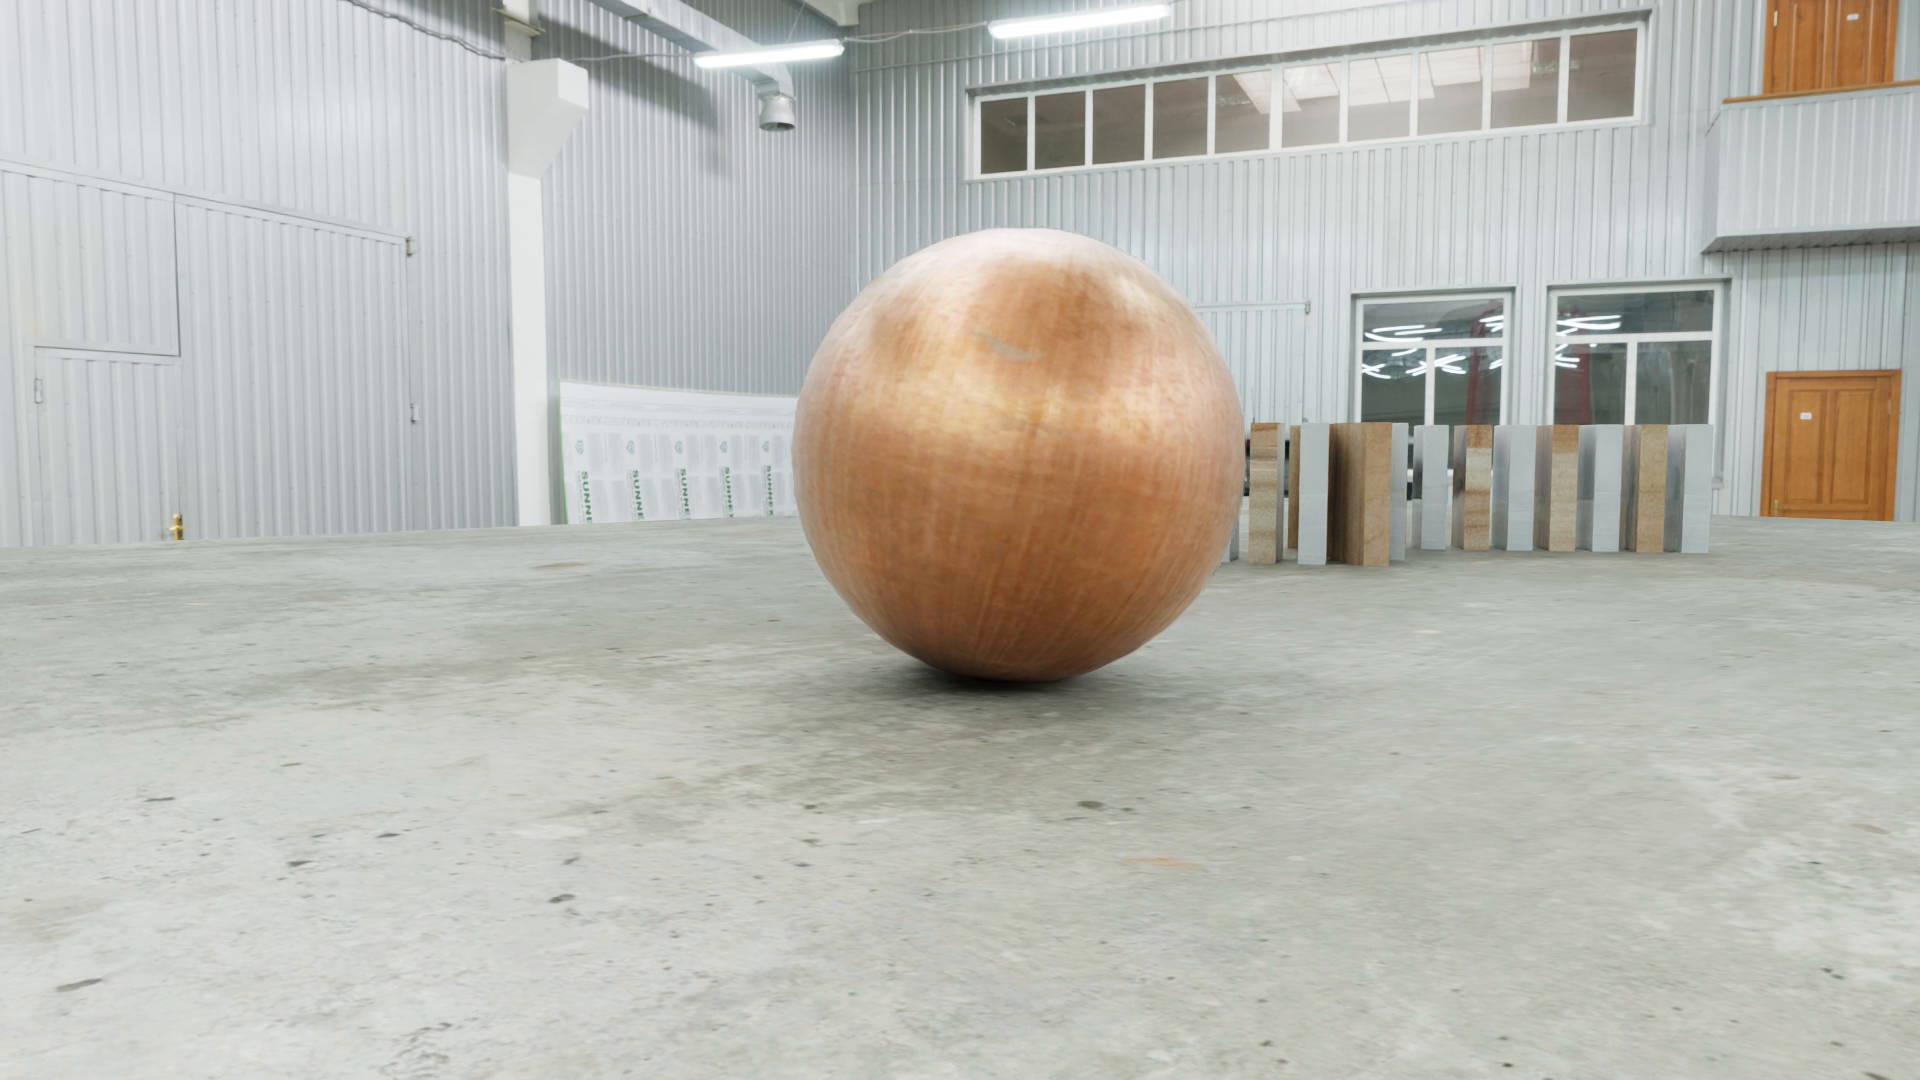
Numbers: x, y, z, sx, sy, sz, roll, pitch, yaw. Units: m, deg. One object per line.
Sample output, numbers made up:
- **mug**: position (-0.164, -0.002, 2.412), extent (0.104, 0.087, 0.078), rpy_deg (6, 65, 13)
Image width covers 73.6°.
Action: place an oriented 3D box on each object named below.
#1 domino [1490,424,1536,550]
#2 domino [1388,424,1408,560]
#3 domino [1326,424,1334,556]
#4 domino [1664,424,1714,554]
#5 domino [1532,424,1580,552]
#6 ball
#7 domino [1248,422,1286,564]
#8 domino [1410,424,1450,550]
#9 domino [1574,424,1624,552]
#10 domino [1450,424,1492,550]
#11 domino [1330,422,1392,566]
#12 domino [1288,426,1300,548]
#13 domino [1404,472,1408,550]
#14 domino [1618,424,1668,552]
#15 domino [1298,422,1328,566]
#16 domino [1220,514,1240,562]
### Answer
- **domino**: position (0.225, -0.022, 0.522), extent (0.009, 0.050, 0.025), rpy_deg (1, 4, 8)
- **domino**: position (0.152, -0.018, 0.475), extent (0.025, 0.050, 0.009), rpy_deg (1, 4, 14)
- **domino**: position (0.150, -0.019, 0.489), extent (0.025, 0.050, 0.009), rpy_deg (-1, 4, -8)
- **domino**: position (0.289, -0.021, 0.510), extent (0.009, 0.050, 0.025), rpy_deg (1, 4, 11)
- **domino**: position (0.241, -0.021, 0.519), extent (0.010, 0.050, 0.025), rpy_deg (1, 4, 10)
- **ball**: position (0.010, -0.015, 0.229), extent (0.080, 0.080, 0.080), rpy_deg (0, 4, 0)
- **domino**: position (0.112, -0.018, 0.467), extent (0.009, 0.050, 0.025), rpy_deg (2, 5, 20)
- **domino**: position (0.193, -0.022, 0.527), extent (0.009, 0.050, 0.025), rpy_deg (1, 4, 11)
- **domino**: position (0.257, -0.021, 0.516), extent (0.010, 0.050, 0.025), rpy_deg (1, 4, 11)
- **domino**: position (0.209, -0.022, 0.524), extent (0.009, 0.050, 0.025), rpy_deg (1, 4, 10)
- **domino**: position (0.143, -0.017, 0.459), extent (0.009, 0.050, 0.025), rpy_deg (-1, 4, -10)
- **domino**: position (0.147, -0.022, 0.521), extent (0.025, 0.050, 0.009), rpy_deg (1, 4, 17)
- **domino**: position (0.177, -0.022, 0.530), extent (0.009, 0.050, 0.025), rpy_deg (0, 4, 6)
- **domino**: position (0.273, -0.021, 0.513), extent (0.009, 0.050, 0.025), rpy_deg (1, 4, 11)
- **domino**: position (0.127, -0.017, 0.462), extent (0.010, 0.050, 0.025), rpy_deg (1, 4, 15)
- **domino**: position (0.097, -0.018, 0.473), extent (0.010, 0.050, 0.025), rpy_deg (2, 5, 20)
